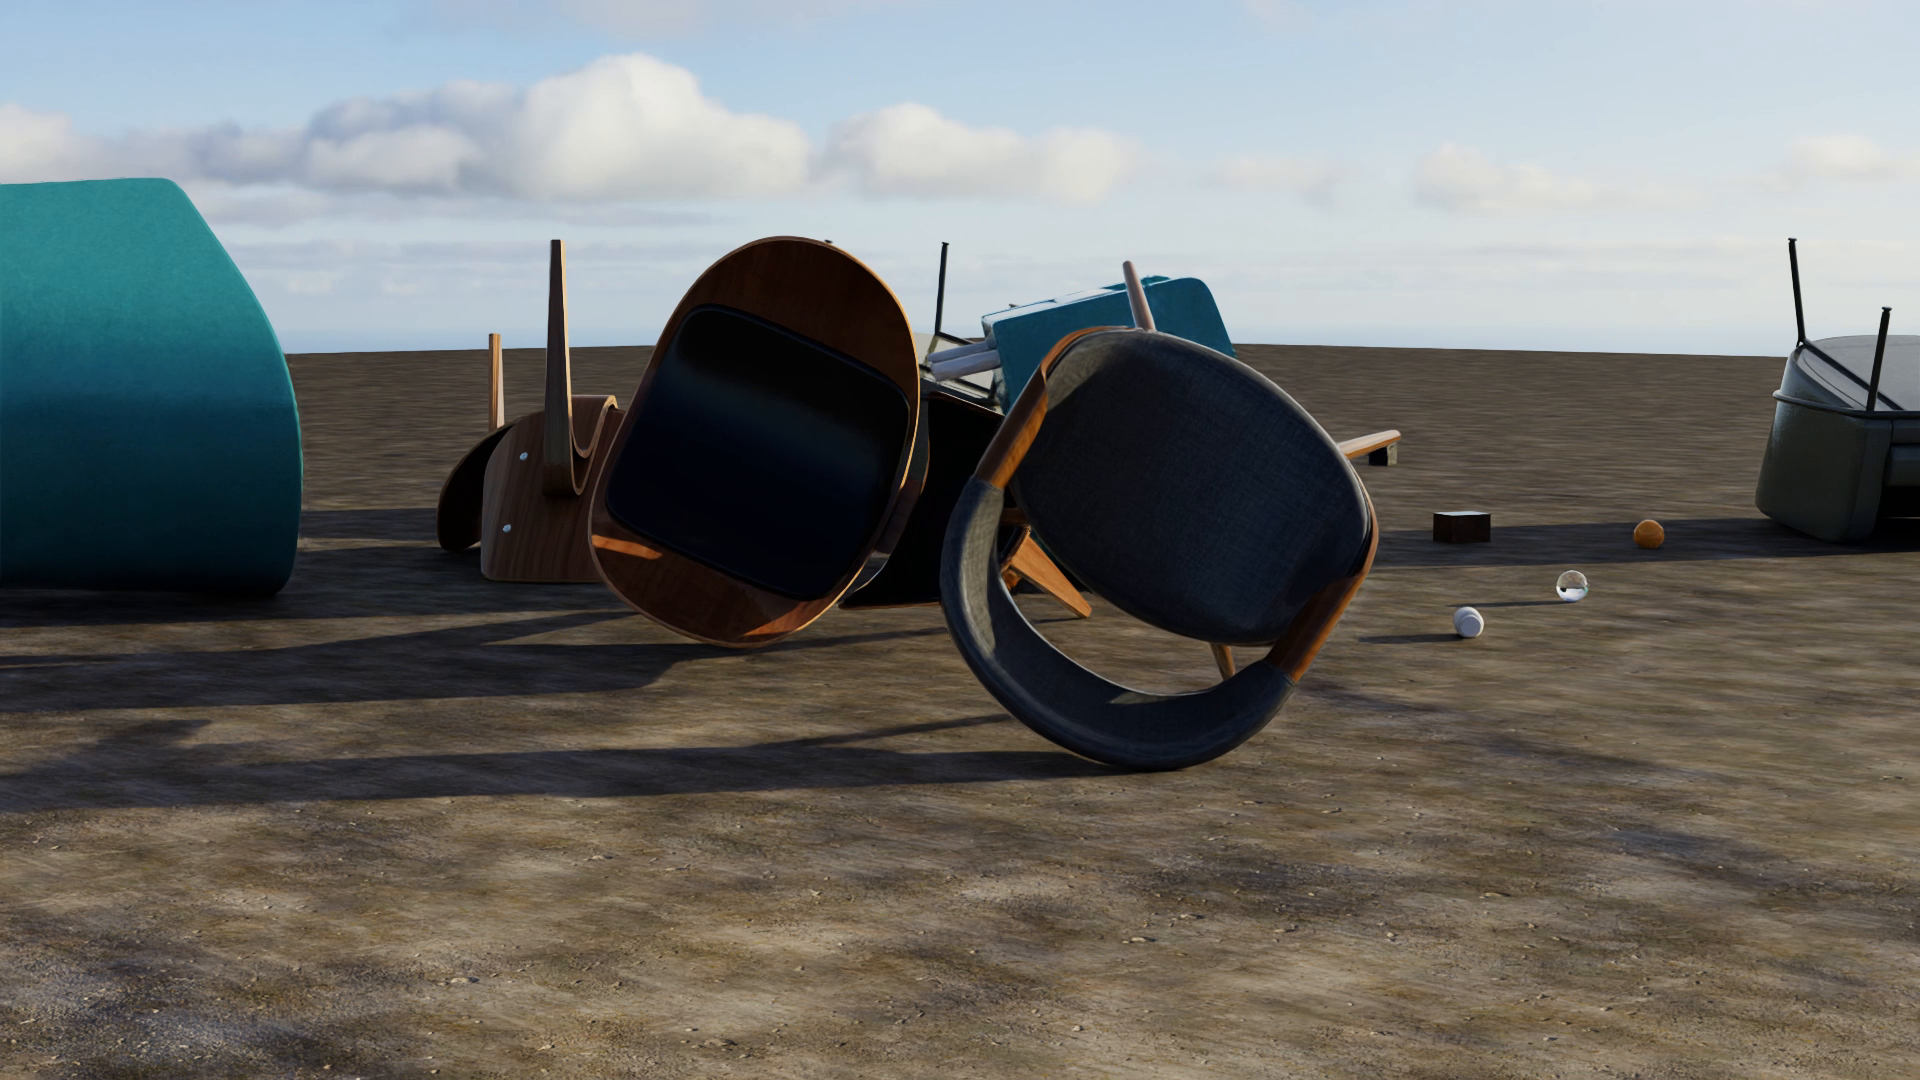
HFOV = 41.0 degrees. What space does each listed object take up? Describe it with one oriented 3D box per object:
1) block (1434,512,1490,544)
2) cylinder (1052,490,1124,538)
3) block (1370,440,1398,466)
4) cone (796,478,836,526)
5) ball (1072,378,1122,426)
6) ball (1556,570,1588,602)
[{"bbox_3d":[1.247,-0.031,6.377,0.114,0.070,0.080,-3,6,-24],"label":"block"},{"bbox_3d":[0.322,-0.065,6.464,0.172,0.113,0.134,0,-23,-3],"label":"cylinder"},{"bbox_3d":[1.482,-0.304,8.982,0.064,0.079,0.115,3,7,26],"label":"block"},{"bbox_3d":[-0.387,-0.107,6.852,0.096,0.122,0.140,3,7,29],"label":"cone"},{"bbox_3d":[0.599,-0.600,11.197,0.213,0.213,0.213,0,6,0],"label":"ball"},{"bbox_3d":[1.239,0.094,5.191,0.064,0.064,0.064,0,6,0],"label":"ball"}]
